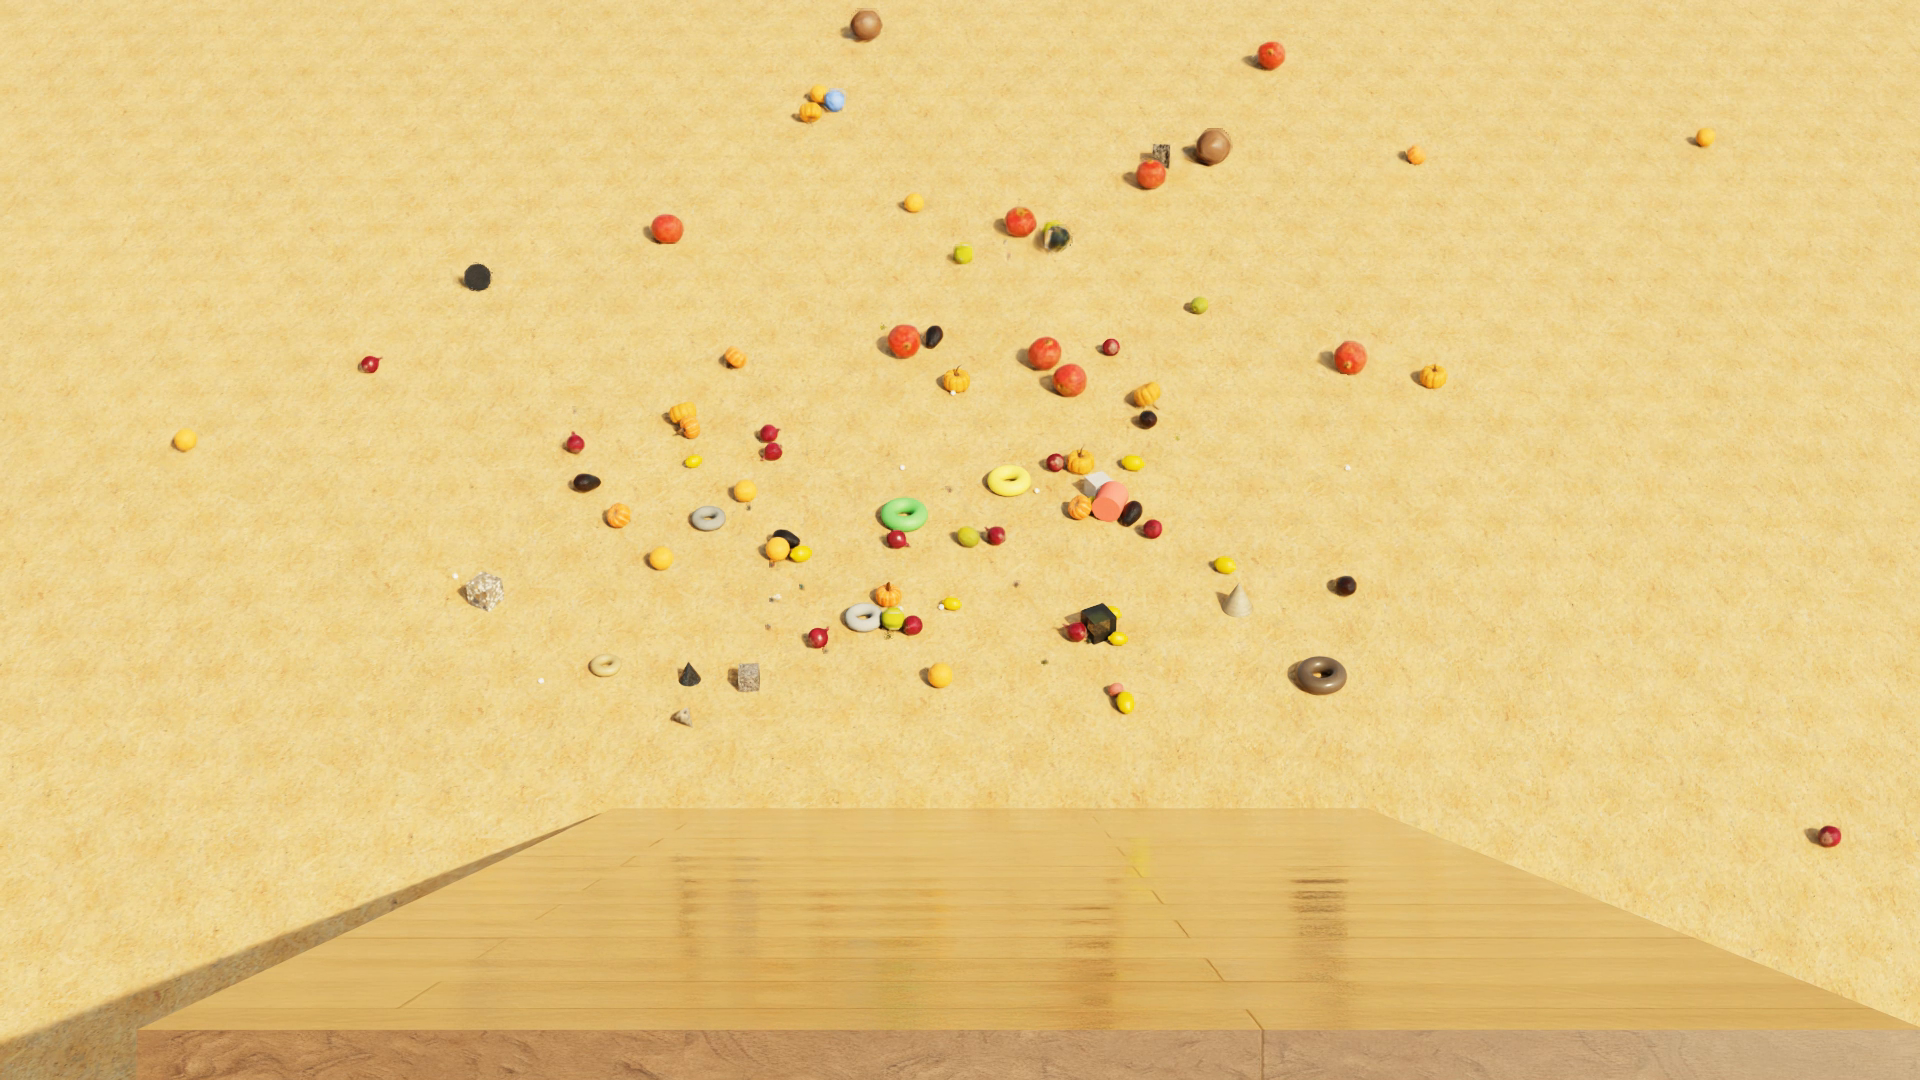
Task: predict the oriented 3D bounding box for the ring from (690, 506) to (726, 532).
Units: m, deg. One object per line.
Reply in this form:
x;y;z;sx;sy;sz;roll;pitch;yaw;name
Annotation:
-0.779;-0.067;8.057;0.109;0.036;0.109;1;37;-1;ring

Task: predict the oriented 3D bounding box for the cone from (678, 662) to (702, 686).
-0.775;0.373;7.436;0.066;0.066;0.066;0;36;0;cone

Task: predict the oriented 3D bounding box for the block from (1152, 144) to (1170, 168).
0.767;-1.464;9.918;0.068;0.068;0.068;3;37;5;block

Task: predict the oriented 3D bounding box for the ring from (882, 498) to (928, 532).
-0.172;-0.079;8.063;0.147;0.049;0.147;1;37;0;ring

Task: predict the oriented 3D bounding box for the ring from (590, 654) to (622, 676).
-1.018;0.360;7.484;0.090;0.030;0.090;0;35;0;ring

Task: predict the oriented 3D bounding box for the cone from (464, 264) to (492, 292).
-1.698;-0.934;9.222;0.098;0.098;0.098;2;10;3;cone

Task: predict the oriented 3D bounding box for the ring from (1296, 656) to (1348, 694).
1.033;0.387;7.433;0.148;0.049;0.148;-1;36;1;ring

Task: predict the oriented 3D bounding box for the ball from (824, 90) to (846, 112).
-0.495;-1.733;10.267;0.085;0.085;0.085;0;36;0;ball

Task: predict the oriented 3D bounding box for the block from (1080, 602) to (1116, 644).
0.405;0.245;7.601;0.076;0.076;0.076;-18;40;-23;block

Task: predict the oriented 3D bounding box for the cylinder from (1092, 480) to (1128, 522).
0.468;-0.120;8.081;0.093;0.093;0.093;12;38;16;cylinder

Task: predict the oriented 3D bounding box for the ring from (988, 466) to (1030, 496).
0.155;-0.188;8.212;0.138;0.046;0.138;-1;37;1;ring

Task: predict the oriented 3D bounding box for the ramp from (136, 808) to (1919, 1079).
0.080;0.680;4.902;2.000;0.100;4.000;0;-2;0;ramp

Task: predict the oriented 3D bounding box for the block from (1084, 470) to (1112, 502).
0.436;-0.166;8.166;0.065;0.065;0.065;-19;41;-24;block

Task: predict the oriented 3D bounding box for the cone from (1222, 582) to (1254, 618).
0.824;0.162;7.696;0.096;0.096;0.096;0;36;0;cone

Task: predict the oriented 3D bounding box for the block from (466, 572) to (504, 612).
-1.410;0.153;7.725;0.076;0.076;0.076;20;41;24;block

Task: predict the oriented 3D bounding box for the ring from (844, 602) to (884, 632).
-0.282;0.228;7.656;0.116;0.039;0.116;1;38;0;ring

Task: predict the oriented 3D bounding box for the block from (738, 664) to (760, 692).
-0.602;0.393;7.417;0.058;0.058;0.058;-1;36;-1;block

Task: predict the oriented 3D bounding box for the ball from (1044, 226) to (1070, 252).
0.351;-1.085;9.380;0.097;0.097;0.097;0;36;0;ball

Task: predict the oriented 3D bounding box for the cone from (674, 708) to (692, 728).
-0.765;0.507;7.291;0.054;0.054;0.054;-23;79;-28;cone
